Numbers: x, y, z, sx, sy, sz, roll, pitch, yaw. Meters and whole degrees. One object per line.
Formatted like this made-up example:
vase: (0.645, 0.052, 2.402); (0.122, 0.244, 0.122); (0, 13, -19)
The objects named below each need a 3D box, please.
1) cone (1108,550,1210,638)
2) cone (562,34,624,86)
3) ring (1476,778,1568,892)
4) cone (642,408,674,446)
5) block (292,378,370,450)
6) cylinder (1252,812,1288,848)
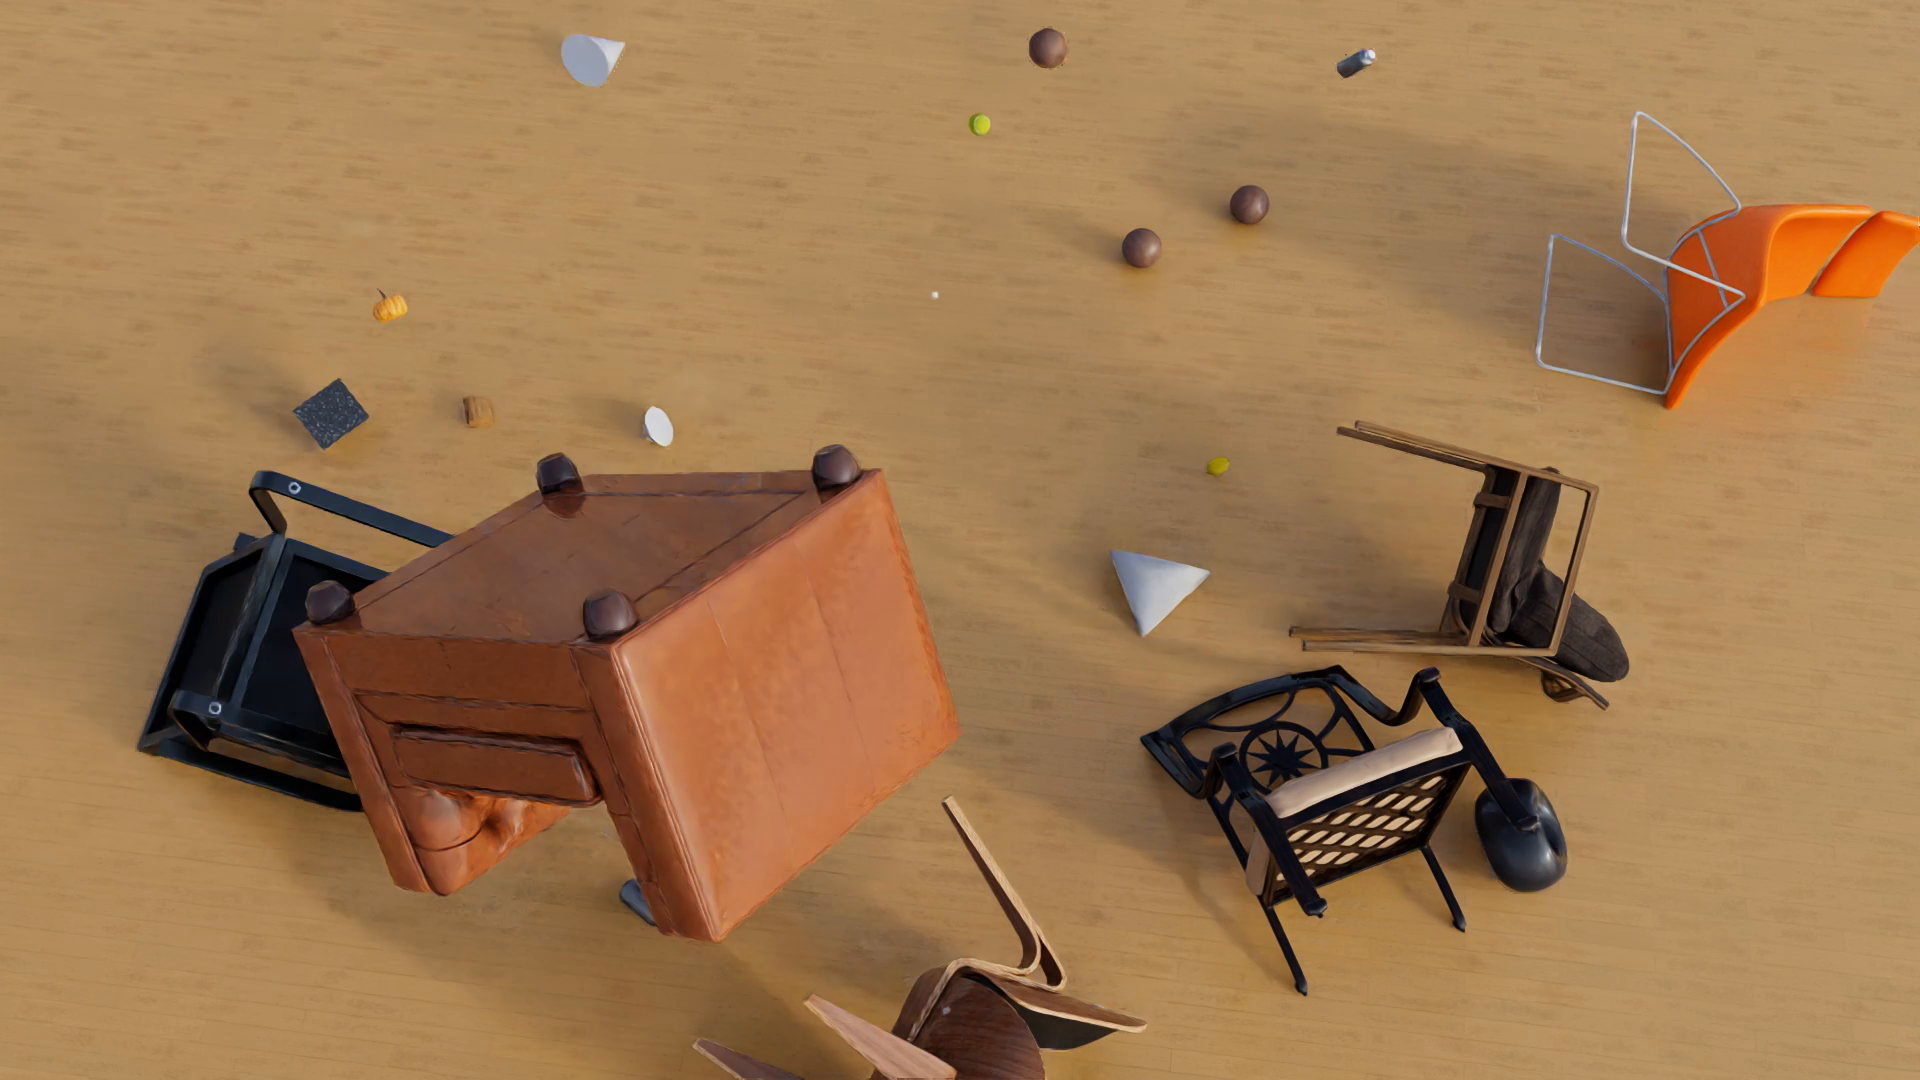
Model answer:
cone: (0.555, 0.174, 6.388); (0.309, 0.264, 0.230); (13, 87, -6)
cone: (-1.236, -1.702, 7.665); (0.211, 0.180, 0.223); (29, 39, 18)
ring: (1.503, 0.790, 5.890); (0.169, 0.265, 0.311); (-24, 79, 26)
cone: (-0.953, -0.333, 6.769); (0.076, 0.119, 0.140); (-27, 40, 29)
block: (-1.922, -0.386, 6.726); (0.169, 0.068, 0.150); (-38, 103, -10)
cylinder: (0.826, 0.775, 5.872); (0.062, 0.093, 0.071); (36, 80, 33)
